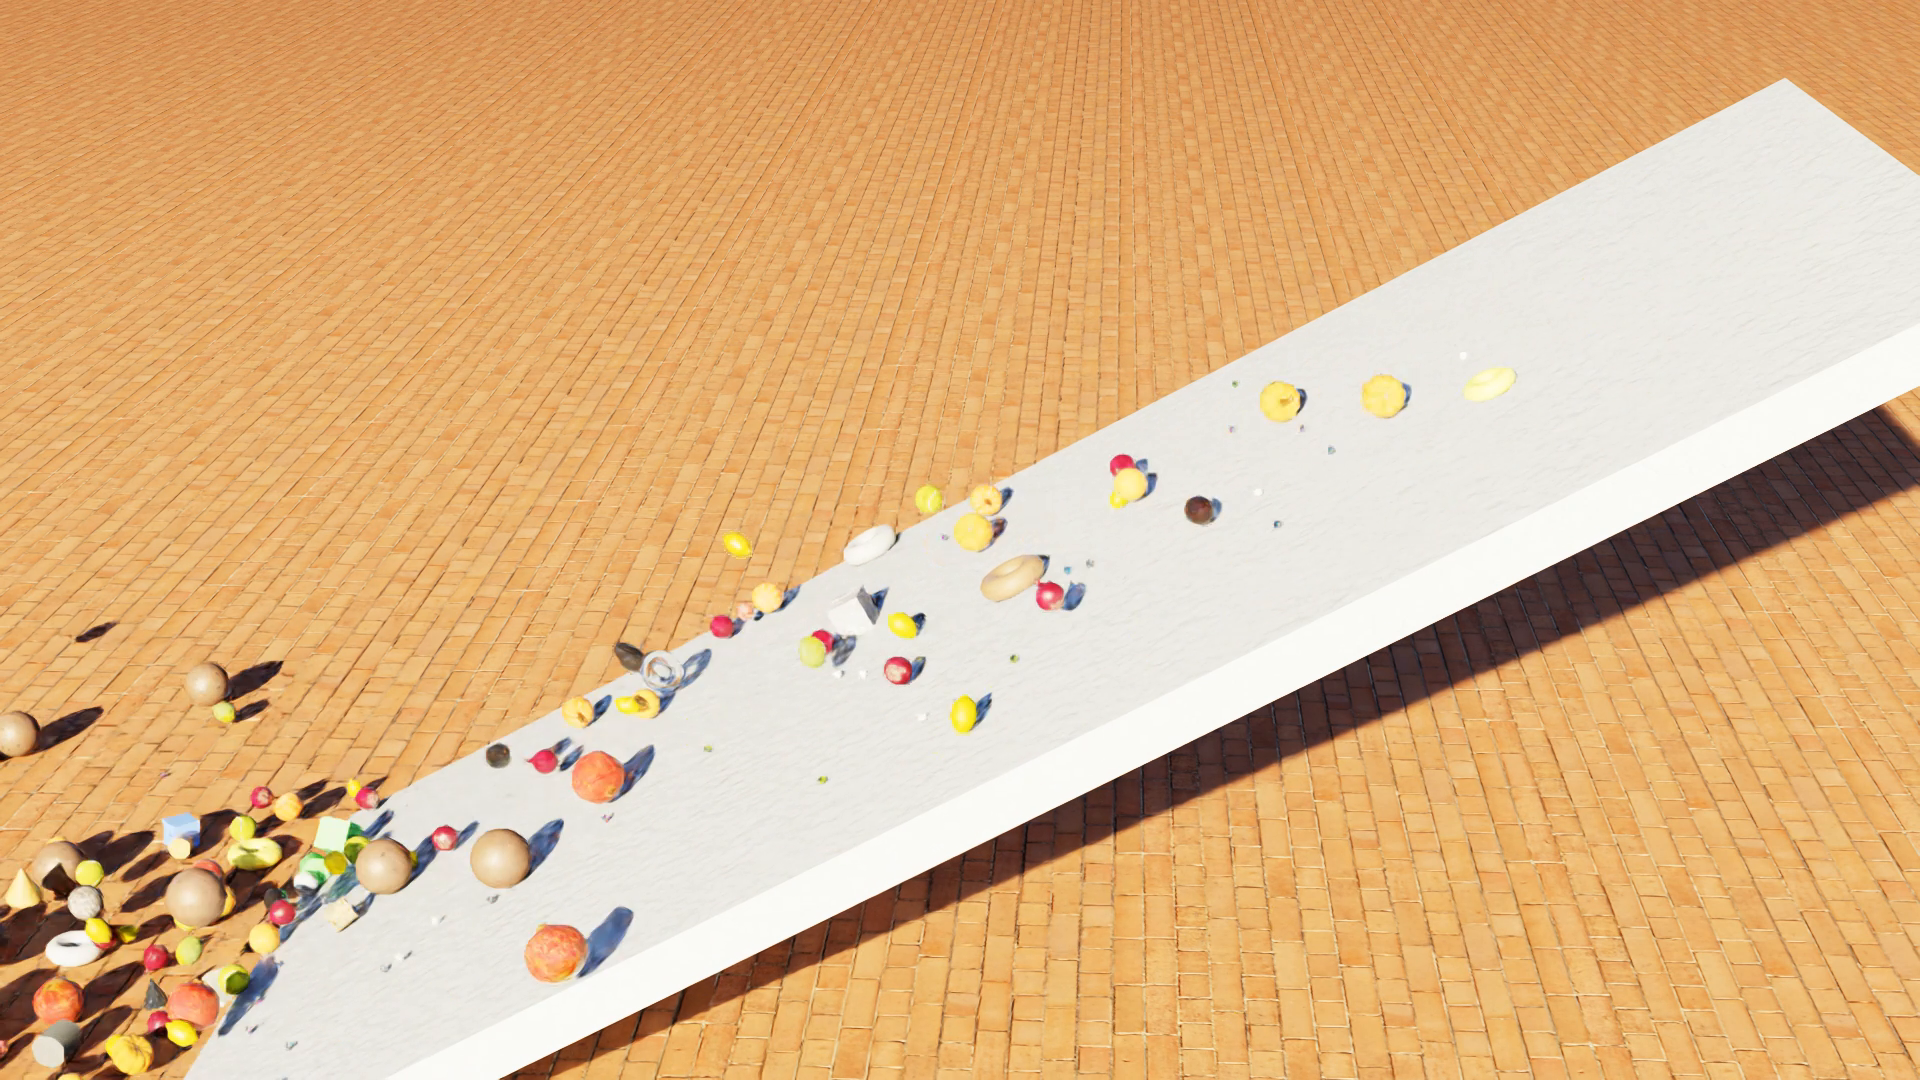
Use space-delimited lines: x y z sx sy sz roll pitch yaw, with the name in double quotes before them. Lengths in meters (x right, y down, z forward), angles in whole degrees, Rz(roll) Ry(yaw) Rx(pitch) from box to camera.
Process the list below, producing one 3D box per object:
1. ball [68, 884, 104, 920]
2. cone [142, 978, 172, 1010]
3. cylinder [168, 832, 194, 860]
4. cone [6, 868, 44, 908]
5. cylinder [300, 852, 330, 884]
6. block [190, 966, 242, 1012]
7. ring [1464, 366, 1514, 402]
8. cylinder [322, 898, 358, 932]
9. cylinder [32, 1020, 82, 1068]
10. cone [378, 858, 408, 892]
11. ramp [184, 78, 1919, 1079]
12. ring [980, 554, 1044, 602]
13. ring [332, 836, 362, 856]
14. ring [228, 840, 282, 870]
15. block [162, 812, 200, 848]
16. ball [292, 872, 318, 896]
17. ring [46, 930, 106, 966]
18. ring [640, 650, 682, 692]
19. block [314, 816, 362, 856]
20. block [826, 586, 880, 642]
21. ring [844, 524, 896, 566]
"ball" -2.105 0.873 7.086 0.085 0.085 0.085 0 18 0
"cone" -1.842 1.030 6.720 0.066 0.066 0.066 -8 11 2
"cylinder" -1.999 0.785 7.552 0.055 0.055 0.055 -2 10 -5
"cone" -2.282 0.832 7.162 0.091 0.091 0.091 4 32 -3
"cylinder" -1.569 0.800 7.153 0.066 0.066 0.066 -6 6 -18
"block" -1.680 1.013 6.641 0.065 0.065 0.065 -20 17 34
"ring" 1.051 -0.309 5.842 0.110 0.037 0.110 -27 15 8
"cylinder" -1.403 0.848 6.660 0.059 0.059 0.059 -40 30 -12
"cylinder" -1.997 1.115 6.511 0.079 0.079 0.079 4 19 13
"cone" -1.326 0.762 6.794 0.070 0.070 0.070 -28 14 8
"ramp" 0.141 0.167 6.282 4.000 0.100 2.000 -27 14 11
"ring" 0.113 0.081 6.333 0.150 0.050 0.150 -27 14 7
"ring" -1.524 0.753 7.306 0.083 0.028 0.083 -29 13 8
"ring" -1.805 0.805 7.533 0.138 0.046 0.138 1 16 0
"block" -2.021 0.759 7.636 0.069 0.069 0.069 -13 22 -36
"ball" -1.577 0.828 7.086 0.059 0.059 0.059 0 18 0
"ring" -2.106 0.973 7.010 0.139 0.046 0.139 0 18 0
"ring" -0.708 0.310 6.965 0.108 0.108 0.036 5 27 14
"block" -1.517 0.723 7.175 0.077 0.077 0.077 9 -13 14
"block" -0.243 0.166 6.680 0.080 0.080 0.080 -26 15 17
"ring" -0.222 0.013 7.237 0.144 0.048 0.144 -29 15 8
